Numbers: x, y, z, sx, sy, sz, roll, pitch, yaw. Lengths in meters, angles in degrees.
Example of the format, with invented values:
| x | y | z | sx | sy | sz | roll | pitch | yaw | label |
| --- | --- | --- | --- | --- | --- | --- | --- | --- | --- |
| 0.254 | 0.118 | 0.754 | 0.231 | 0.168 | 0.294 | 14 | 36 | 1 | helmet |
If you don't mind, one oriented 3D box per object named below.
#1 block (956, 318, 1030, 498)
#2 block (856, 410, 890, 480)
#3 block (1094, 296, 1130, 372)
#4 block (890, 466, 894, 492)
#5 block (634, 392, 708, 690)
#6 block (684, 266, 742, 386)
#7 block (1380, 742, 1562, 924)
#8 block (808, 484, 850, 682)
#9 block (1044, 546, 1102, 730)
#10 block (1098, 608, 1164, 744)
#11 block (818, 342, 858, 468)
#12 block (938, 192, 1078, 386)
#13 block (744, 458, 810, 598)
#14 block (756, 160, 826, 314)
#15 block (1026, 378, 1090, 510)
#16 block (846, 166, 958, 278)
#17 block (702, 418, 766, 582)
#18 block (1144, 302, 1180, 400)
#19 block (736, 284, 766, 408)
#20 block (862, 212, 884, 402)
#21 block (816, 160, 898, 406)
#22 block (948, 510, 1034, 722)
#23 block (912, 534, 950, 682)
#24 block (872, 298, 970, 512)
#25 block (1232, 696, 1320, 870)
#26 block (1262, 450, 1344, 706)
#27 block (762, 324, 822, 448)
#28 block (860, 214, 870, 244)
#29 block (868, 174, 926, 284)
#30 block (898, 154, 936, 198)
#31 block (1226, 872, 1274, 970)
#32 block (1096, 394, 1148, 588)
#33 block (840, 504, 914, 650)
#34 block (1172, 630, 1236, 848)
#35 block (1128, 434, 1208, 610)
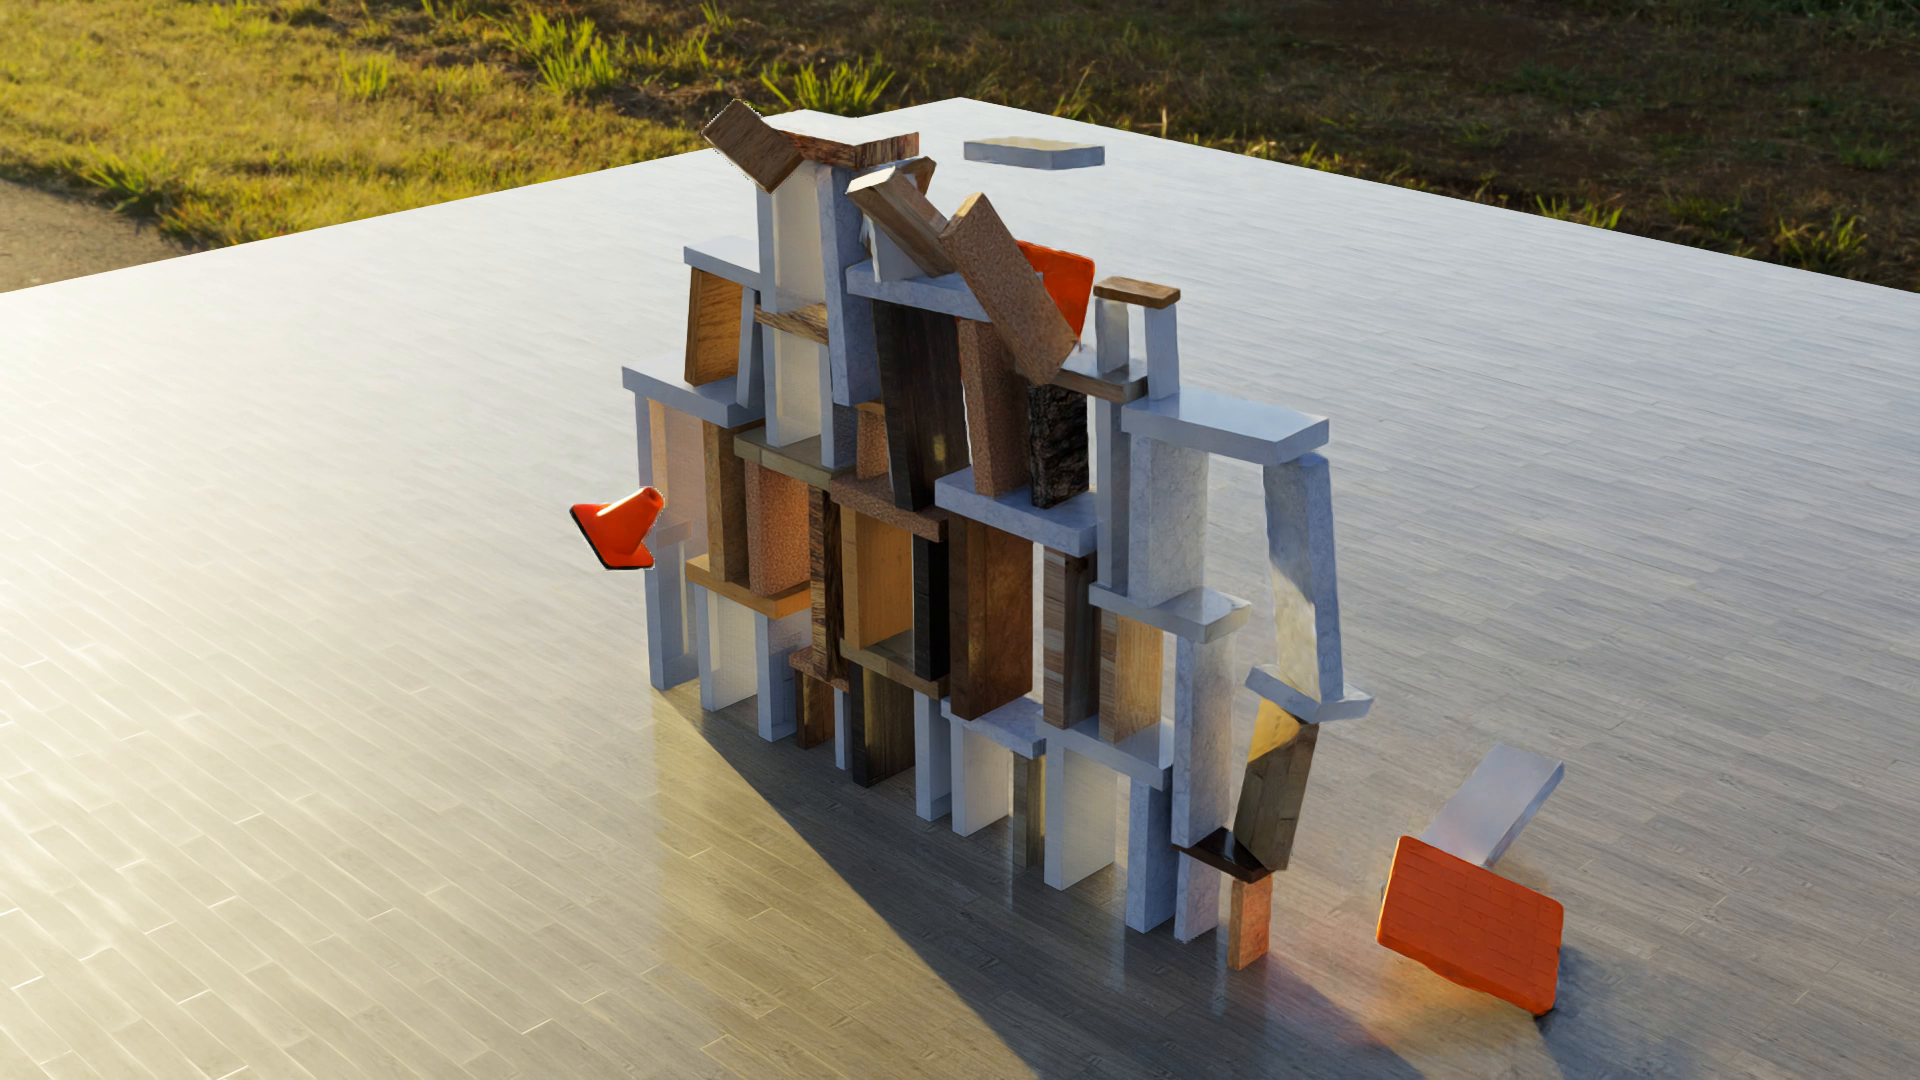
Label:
| x | y | z | sx | sy | sz | roll | pitch | yaw | label |
| --- | --- | --- | --- | --- | --- | --- | --- | --- | --- |
| 0.085 | -0.259 | 3.995 | 0.046 | 0.328 | 0.164 | 11 | 25 | 44 | block |
| -0.167 | -0.196 | 4.312 | 0.072 | 0.145 | 0.021 | -22 | 36 | -40 | block |
| 0.261 | -0.359 | 3.771 | 0.019 | 0.131 | 0.066 | 17 | 32 | 40 | block |
| -0.103 | -0.170 | 4.252 | 0.072 | 0.145 | 0.021 | -22 | 32 | -39 | block |
| -0.620 | -0.014 | 4.898 | 0.178 | 0.699 | 0.050 | -21 | 31 | -41 | block |
| -0.505 | -0.458 | 4.584 | 0.130 | 0.260 | 0.037 | -21 | 41 | -40 | block |
| 0.995 | 0.560 | 4.255 | 0.139 | 0.039 | 0.484 | 16 | 40 | 36 | block |
| -0.236 | 0.069 | 4.503 | 0.150 | 0.429 | 0.042 | -21 | 31 | -40 | block |
| 0.232 | 0.153 | 4.034 | 0.050 | 0.356 | 0.178 | 21 | 32 | 40 | block |
| 0.312 | 0.226 | 3.986 | 0.130 | 0.261 | 0.037 | -21 | 30 | -40 | block |
| -0.216 | -0.279 | 4.340 | 0.036 | 0.254 | 0.127 | 21 | 31 | 41 | block |
| 0.084 | -0.423 | 3.725 | 0.033 | 0.329 | 0.116 | -4 | 42 | 44 | block |
| -0.375 | -0.044 | 4.604 | 0.042 | 0.300 | 0.150 | 20 | 30 | 39 | block |
| -0.320 | -0.618 | 4.308 | 0.046 | 0.323 | 0.162 | 20 | 30 | 41 | block |
| 0.177 | -0.190 | 3.940 | 0.034 | 0.243 | 0.122 | 17 | 30 | 40 | block |
| -0.082 | -0.554 | 3.856 | 0.116 | 0.232 | 0.033 | -6 | 50 | 48 | block |
| -0.454 | -0.105 | 4.675 | 0.050 | 0.356 | 0.178 | 21 | 31 | 41 | block |
| 0.343 | -0.325 | 3.732 | 0.019 | 0.162 | 0.066 | 13 | 27 | 39 | block |
| -0.386 | -0.405 | 4.475 | 0.130 | 0.260 | 0.037 | -21 | 39 | -40 | block |
| -0.139 | -0.476 | 4.167 | 0.065 | 0.428 | 0.018 | -18 | 19 | -40 | block |
| -0.181 | -0.497 | 4.193 | 0.162 | 0.460 | 0.046 | -20 | 25 | -39 | block |
| 0.060 | 0.120 | 4.199 | 0.050 | 0.425 | 0.178 | 21 | 32 | 40 | block |
| -0.021 | 0.109 | 4.280 | 0.043 | 0.304 | 0.152 | 21 | 32 | 40 | block |
| -0.069 | -0.276 | 4.148 | 0.046 | 0.417 | 0.164 | 14 | 29 | 42 | block |
| 0.554 | 0.424 | 3.873 | 0.039 | 0.277 | 0.139 | 3 | 19 | -22 | block |
| 0.579 | 0.050 | 3.716 | 0.044 | 0.441 | 0.156 | -15 | 25 | -15 | block |
| -0.336 | -0.326 | 4.452 | 0.127 | 0.254 | 0.036 | -21 | 31 | -40 | block |
| -0.147 | -0.614 | 4.073 | 0.065 | 0.130 | 0.018 | -23 | 47 | -40 | block |
| -0.116 | -0.557 | 3.929 | 0.090 | 0.181 | 0.026 | -13 | 17 | -21 | block |
| -0.106 | -0.617 | 4.037 | 0.026 | 0.181 | 0.090 | 44 | 51 | 18 | block |
| 0.521 | 0.673 | 3.942 | 0.026 | 0.181 | 0.090 | 20 | 30 | 38 | block |
| 0.294 | -0.098 | 3.865 | 0.121 | 0.352 | 0.034 | -22 | 30 | -38 | block |
| -0.165 | 0.054 | 4.411 | 0.152 | 0.304 | 0.043 | -22 | 31 | -40 | block |
| 0.433 | 0.339 | 3.901 | 0.037 | 0.409 | 0.130 | 18 | 29 | 37 | block |
| 0.361 | -0.051 | 3.806 | 0.044 | 0.311 | 0.156 | 20 | 30 | 41 | block |
